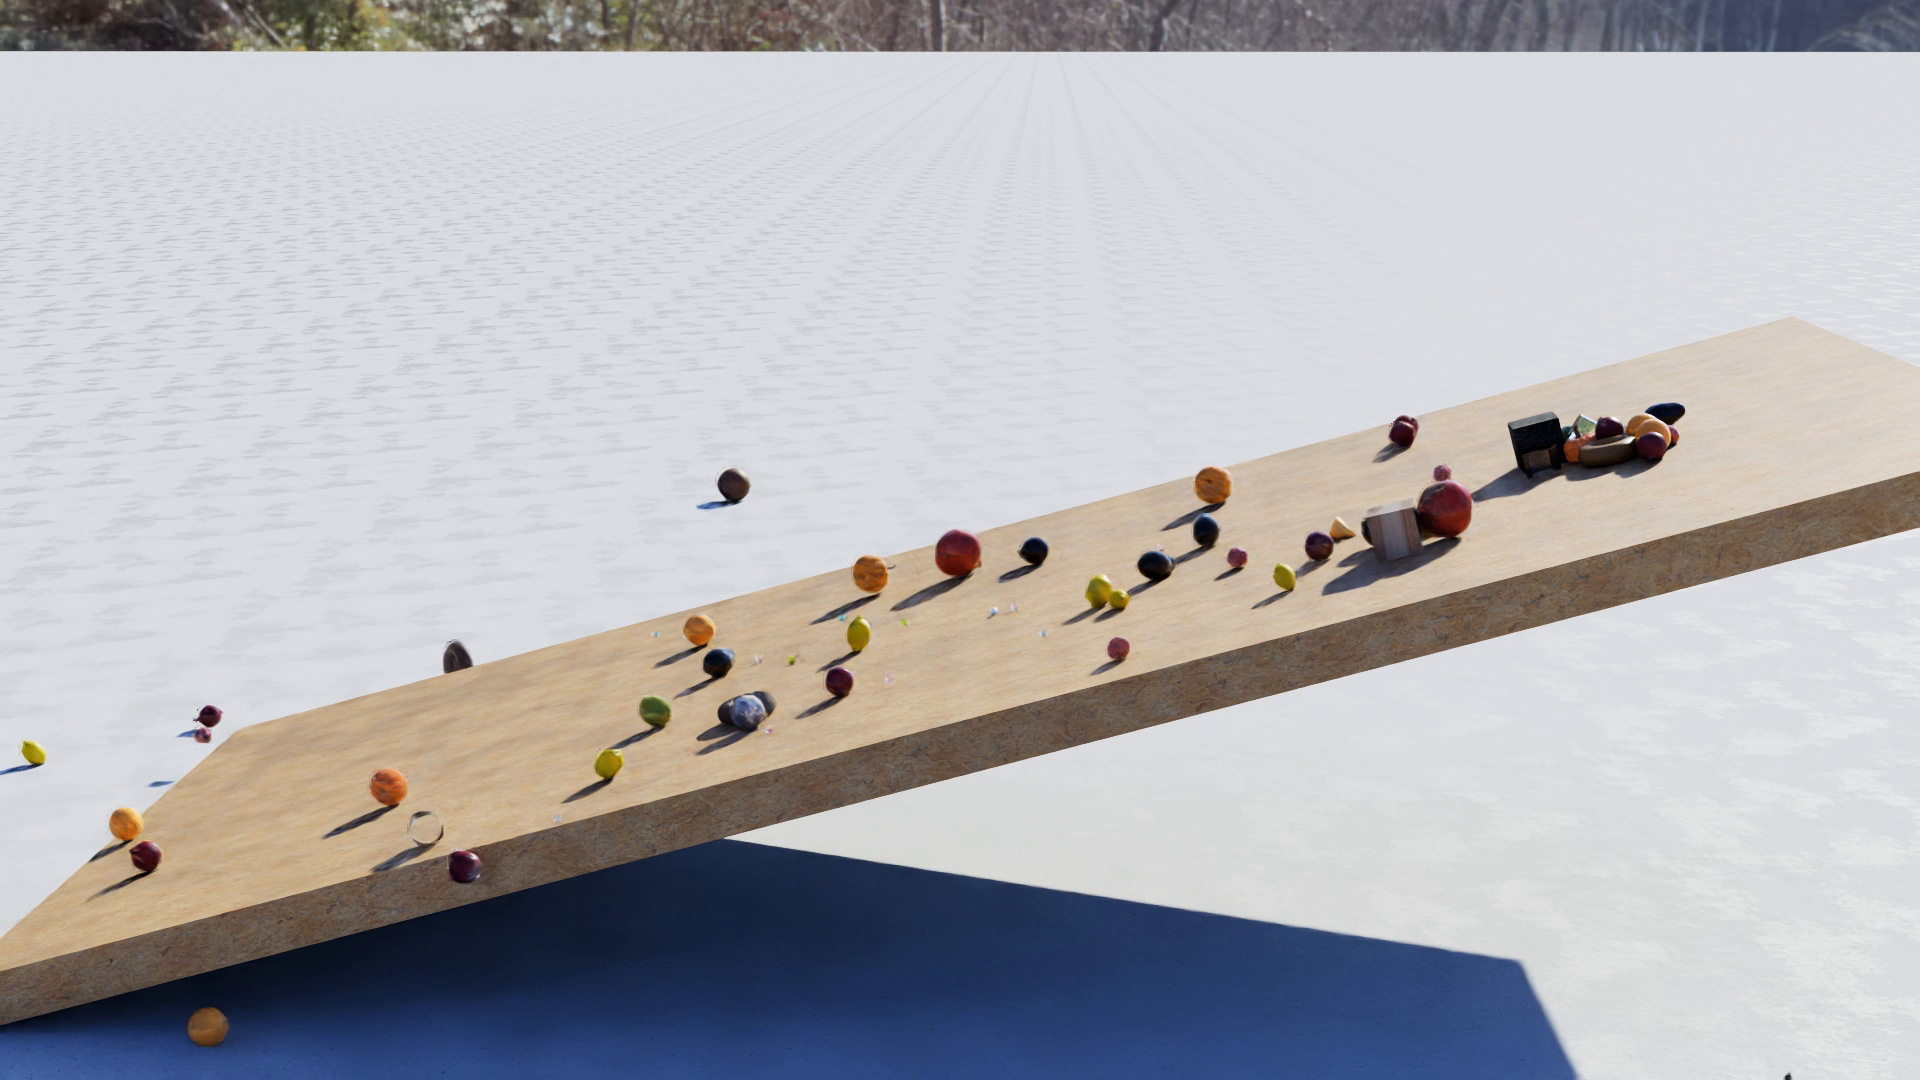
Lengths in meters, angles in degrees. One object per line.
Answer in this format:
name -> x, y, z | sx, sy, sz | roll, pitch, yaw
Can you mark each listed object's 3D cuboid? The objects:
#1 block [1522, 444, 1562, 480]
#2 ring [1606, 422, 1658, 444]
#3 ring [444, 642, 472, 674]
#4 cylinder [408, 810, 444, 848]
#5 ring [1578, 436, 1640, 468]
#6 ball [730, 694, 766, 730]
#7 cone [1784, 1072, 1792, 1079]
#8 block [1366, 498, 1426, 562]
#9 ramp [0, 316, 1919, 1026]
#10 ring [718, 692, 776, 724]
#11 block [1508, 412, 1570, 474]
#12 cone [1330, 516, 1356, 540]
block -> 1.203, -0.162, 6.079 | 0.056, 0.056, 0.056 | -10, 11, 30
ring -> 1.405, -0.221, 6.157 | 0.112, 0.037, 0.112 | -14, 8, 2
ring -> -1.417, 0.355, 8.308 | 0.046, 0.137, 0.137 | -3, 10, -34
cylinder -> -1.005, 0.543, 5.536 | 0.060, 0.060, 0.060 | -3, 5, -15
ring -> 1.332, -0.182, 6.032 | 0.130, 0.043, 0.130 | -15, 8, 2
ball -> -0.415, 0.337, 5.764 | 0.067, 0.067, 0.067 | 0, 10, 0
cone -> 1.405, 0.980, 5.069 | 0.095, 0.095, 0.095 | -26, 6, 11
block -> 0.847, -0.019, 5.713 | 0.091, 0.091, 0.091 | -13, 10, 14
ramp -> 0.082, 0.190, 6.328 | 4.000, 0.100, 2.000 | -15, 9, 4
ring -> -0.425, 0.336, 5.872 | 0.121, 0.040, 0.121 | -14, 10, 3
block -> 1.217, -0.206, 6.191 | 0.097, 0.097, 0.097 | -15, 9, 6
cone -> 0.788, -0.017, 6.009 | 0.050, 0.050, 0.050 | 18, 17, 22
